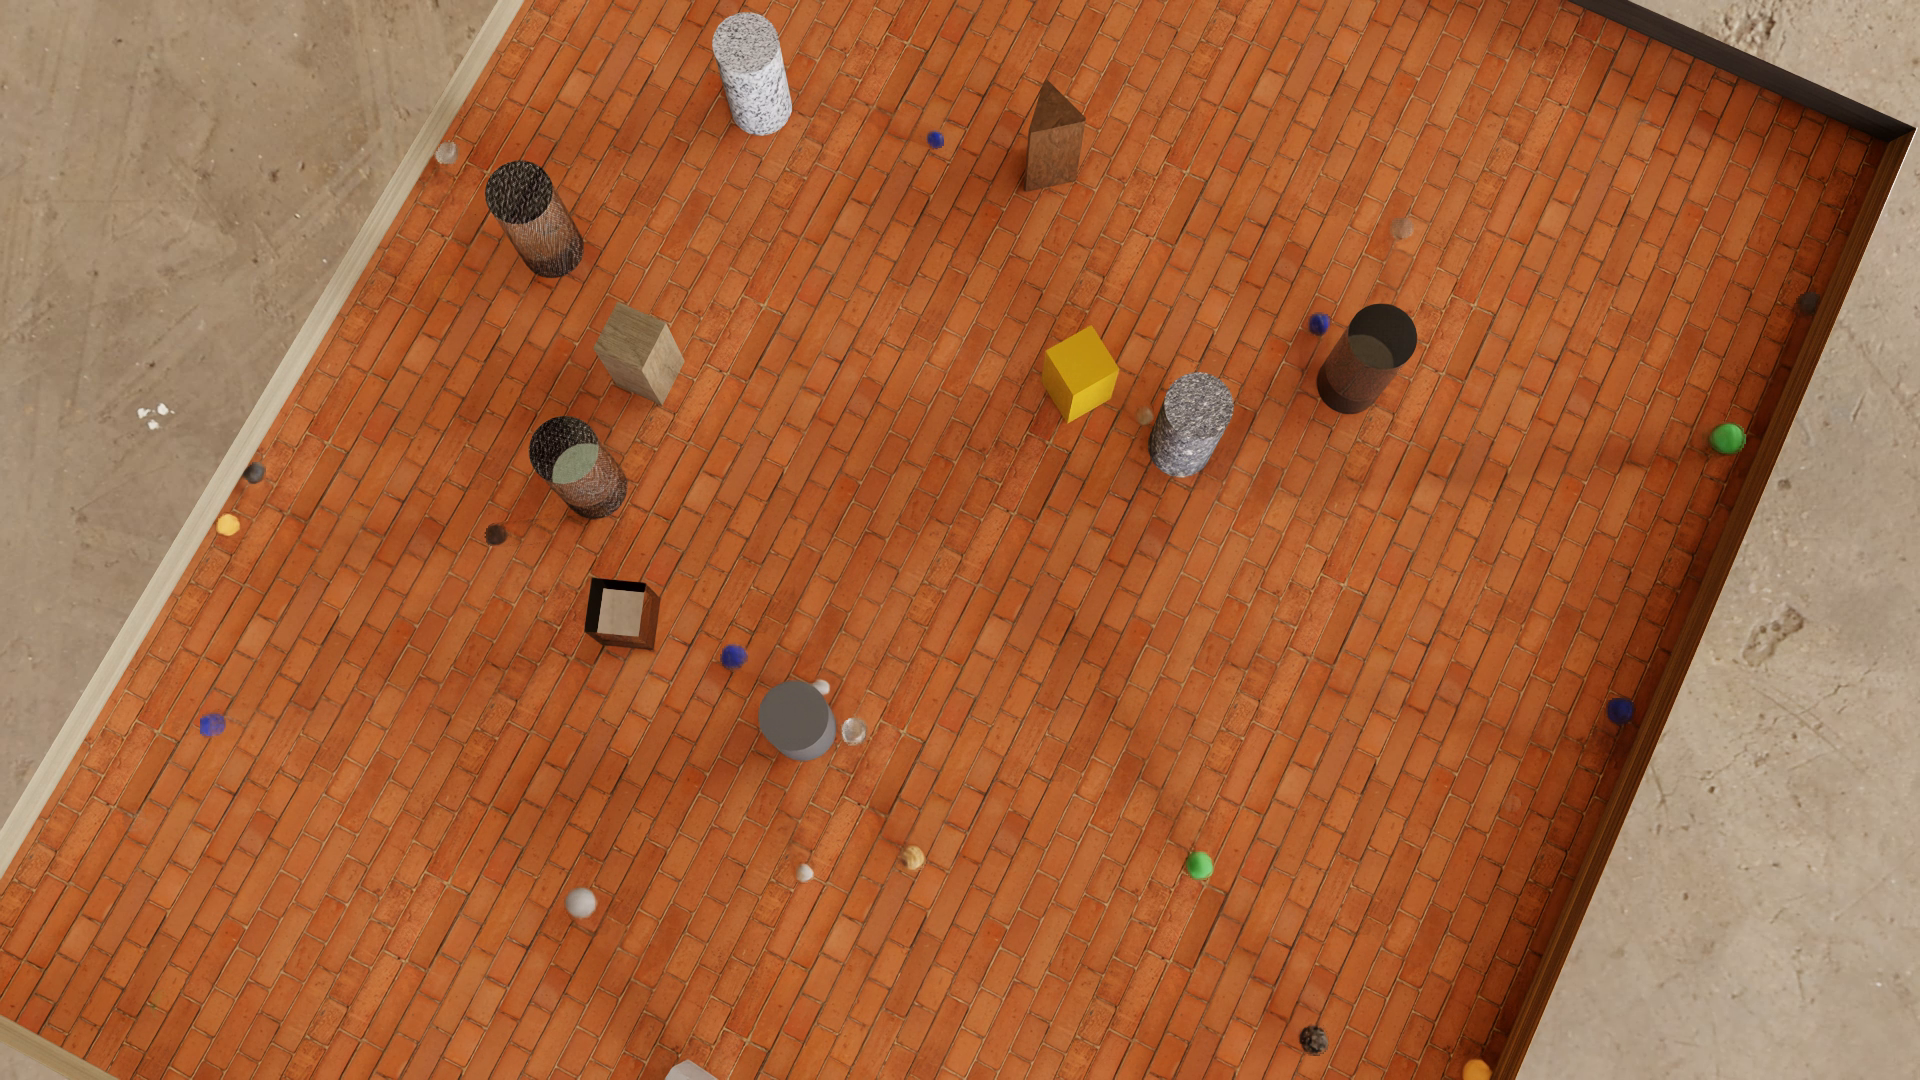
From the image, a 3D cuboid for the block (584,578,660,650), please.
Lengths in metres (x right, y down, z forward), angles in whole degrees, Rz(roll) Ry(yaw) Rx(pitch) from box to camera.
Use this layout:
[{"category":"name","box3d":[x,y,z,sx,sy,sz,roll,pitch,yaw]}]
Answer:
[{"category":"block","box3d":[-0.998,0.221,5.433,0.159,0.269,0.159,6,78,1]}]

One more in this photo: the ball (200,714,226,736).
[{"category":"ball","box3d":[-2.227,0.552,5.466,0.070,0.070,0.070,0,78,0]}]

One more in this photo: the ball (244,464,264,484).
[{"category":"ball","box3d":[-2.168,-0.205,5.628,0.061,0.061,0.061,0,78,0]}]

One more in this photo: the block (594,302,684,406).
[{"category":"block","box3d":[-0.966,-0.559,5.540,0.159,0.377,0.159,24,79,5]}]

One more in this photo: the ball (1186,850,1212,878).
[{"category":"ball","box3d":[0.703,0.952,5.380,0.078,0.078,0.078,0,78,0]}]

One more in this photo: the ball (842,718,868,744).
[{"category":"ball","box3d":[-0.313,0.569,5.458,0.080,0.080,0.080,0,78,0]}]

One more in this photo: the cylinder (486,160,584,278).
[{"category":"cylinder","box3d":[-1.290,-0.971,5.583,0.198,0.458,0.198,0,78,0]}]

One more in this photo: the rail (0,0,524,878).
[{"category":"rail","box3d":[-1.858,-0.903,5.737,0.045,0.129,5.039,26,80,5]}]

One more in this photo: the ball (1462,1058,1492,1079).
[{"category":"ball","box3d":[1.484,1.530,5.259,0.081,0.081,0.081,0,78,0]}]

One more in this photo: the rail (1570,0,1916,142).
[{"category":"rail","box3d":[1.116,-2.179,6.001,4.203,0.129,0.045,26,80,5]}]

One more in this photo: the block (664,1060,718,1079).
[{"category":"block","box3d":[-0.763,1.580,5.138,0.159,0.297,0.159,32,80,6]}]

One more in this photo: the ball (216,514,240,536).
[{"category":"ball","box3d":[-2.234,-0.046,5.593,0.065,0.065,0.065,0,78,0]}]

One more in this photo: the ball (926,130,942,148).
[{"category":"ball","box3d":[-0.081,-1.282,5.856,0.052,0.052,0.052,0,78,0]}]

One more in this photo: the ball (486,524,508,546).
[{"category":"ball","box3d":[-1.411,-0.015,5.588,0.063,0.063,0.063,0,78,0]}]

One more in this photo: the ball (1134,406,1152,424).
[{"category":"ball","box3d":[0.567,-0.388,5.670,0.053,0.053,0.053,0,78,0]}]

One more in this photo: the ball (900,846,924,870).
[{"category":"ball","box3d":[-0.141,0.933,5.388,0.070,0.070,0.070,0,78,0]}]

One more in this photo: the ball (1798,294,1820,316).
[{"category":"ball","box3d":[2.657,-0.736,5.735,0.067,0.067,0.067,0,78,0]}]

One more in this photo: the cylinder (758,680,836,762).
[{"category":"cylinder","box3d":[-0.469,0.530,5.331,0.198,0.344,0.198,0,78,0]}]

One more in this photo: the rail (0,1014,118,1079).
[{"category":"rail","box3d":[-1.116,2.193,5.096,4.203,0.129,0.045,26,80,5]}]

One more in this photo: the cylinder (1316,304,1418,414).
[{"category":"cylinder","box3d":[1.212,-0.536,5.486,0.198,0.473,0.198,0,78,0]}]

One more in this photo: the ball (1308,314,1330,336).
[{"category":"ball","box3d":[1.121,-0.672,5.723,0.065,0.065,0.065,0,78,0]}]

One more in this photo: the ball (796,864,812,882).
[{"category":"ball","box3d":[-0.459,0.977,5.388,0.051,0.051,0.051,0,78,0]}]

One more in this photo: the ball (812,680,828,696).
[{"category":"ball","box3d":[-0.419,0.445,5.498,0.051,0.051,0.051,0,78,0]}]

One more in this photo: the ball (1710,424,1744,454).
[{"category":"ball","box3d":[2.355,-0.312,5.632,0.096,0.096,0.096,0,78,0]}]

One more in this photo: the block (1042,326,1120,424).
[{"category":"block","box3d":[0.362,-0.499,5.560,0.159,0.314,0.159,-30,80,-6]}]

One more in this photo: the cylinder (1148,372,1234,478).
[{"category":"cylinder","box3d":[0.682,-0.337,5.453,0.198,0.457,0.198,0,78,0]}]

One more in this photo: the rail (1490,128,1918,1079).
[{"category":"rail","box3d":[1.858,0.917,5.360,0.045,0.129,5.039,26,80,5]}]

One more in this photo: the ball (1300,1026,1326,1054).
[{"category":"ball","box3d":[1.018,1.440,5.279,0.077,0.077,0.077,0,78,0]}]

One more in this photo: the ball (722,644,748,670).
[{"category":"ball","box3d":[-0.676,0.351,5.506,0.075,0.075,0.075,0,78,0]}]

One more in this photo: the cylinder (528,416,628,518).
[{"category":"cylinder","box3d":[-1.124,-0.209,5.423,0.198,0.464,0.198,0,78,0]}]

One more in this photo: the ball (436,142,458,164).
[{"category":"ball","box3d":[-1.635,-1.230,5.836,0.069,0.069,0.069,0,78,0]}]

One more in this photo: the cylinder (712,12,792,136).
[{"category":"cylinder","box3d":[-0.640,-1.441,5.691,0.198,0.439,0.198,0,78,0]}]

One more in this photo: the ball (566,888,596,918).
[{"category":"ball","box3d":[-1.105,1.062,5.352,0.088,0.088,0.088,0,78,0]}]

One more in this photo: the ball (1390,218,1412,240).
[{"category":"ball","box3d":[1.394,-0.982,5.788,0.064,0.064,0.064,0,78,0]}]

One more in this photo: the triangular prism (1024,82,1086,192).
[{"category":"triangular prism","box3d":[0.272,-1.249,5.645,0.172,0.451,0.149,-13,79,-3]}]

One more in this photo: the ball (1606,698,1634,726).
[{"category":"ball","box3d":[1.971,0.513,5.470,0.078,0.078,0.078,0,78,0]}]
